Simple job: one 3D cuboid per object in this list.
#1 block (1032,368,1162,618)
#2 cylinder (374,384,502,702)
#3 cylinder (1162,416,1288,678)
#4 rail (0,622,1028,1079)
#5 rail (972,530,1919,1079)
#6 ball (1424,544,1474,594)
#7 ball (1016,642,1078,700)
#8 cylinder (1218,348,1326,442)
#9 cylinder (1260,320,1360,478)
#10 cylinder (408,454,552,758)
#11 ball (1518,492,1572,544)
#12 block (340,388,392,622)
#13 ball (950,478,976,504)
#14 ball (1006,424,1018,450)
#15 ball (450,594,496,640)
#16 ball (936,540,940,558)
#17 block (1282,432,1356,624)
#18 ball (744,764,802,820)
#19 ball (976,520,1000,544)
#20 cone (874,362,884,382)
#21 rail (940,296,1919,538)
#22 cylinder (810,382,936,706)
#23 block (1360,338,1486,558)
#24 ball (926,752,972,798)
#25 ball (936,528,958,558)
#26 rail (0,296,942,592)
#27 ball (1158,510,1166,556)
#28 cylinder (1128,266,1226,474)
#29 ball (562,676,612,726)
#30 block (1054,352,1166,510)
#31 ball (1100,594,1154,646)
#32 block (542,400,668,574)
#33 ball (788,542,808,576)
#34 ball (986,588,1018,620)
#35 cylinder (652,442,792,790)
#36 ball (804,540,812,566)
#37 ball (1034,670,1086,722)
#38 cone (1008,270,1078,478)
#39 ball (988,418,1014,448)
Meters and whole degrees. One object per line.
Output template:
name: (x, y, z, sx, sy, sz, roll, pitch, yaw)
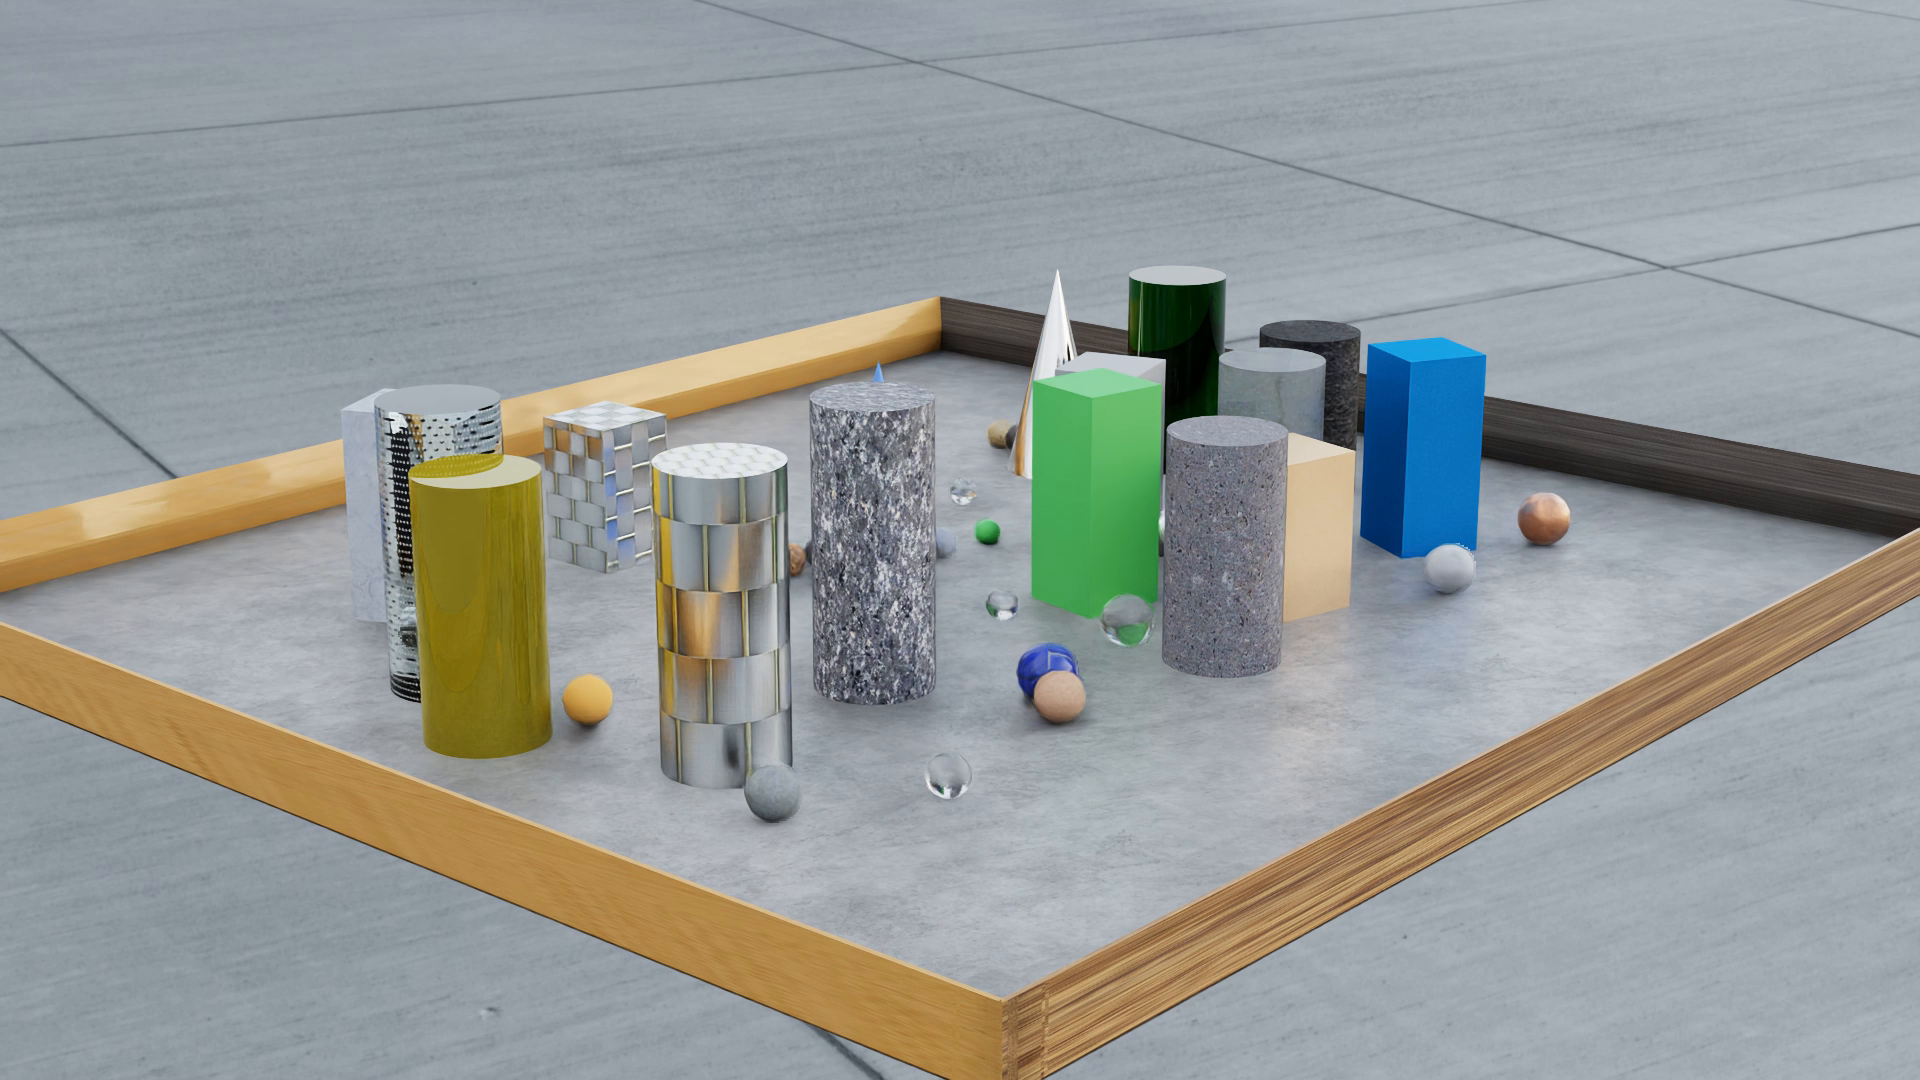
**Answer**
block: (0.234, -0.083, 5.051, 0.156, 0.388, 0.156, -13, 21, -36)
cylinder: (-0.811, 0.006, 4.619, 0.195, 0.468, 0.195, 0, 17, 0)
cylinder: (0.428, 0.009, 4.750, 0.195, 0.385, 0.195, 0, 17, 0)
rail: (-0.900, 0.331, 4.128, 2.551, 0.127, 0.045, 14, 22, 39)
rail: (0.945, 0.269, 4.334, 0.045, 0.127, 2.793, 14, 22, 39)
ball: (0.856, 0.050, 5.133, 0.086, 0.086, 0.086, 0, 17, 0)
ball: (0.136, 0.208, 4.592, 0.095, 0.095, 0.095, 0, 17, 0)
cylinder: (0.570, -0.165, 5.402, 0.195, 0.343, 0.195, 0, 17, 0)
cylinder: (0.678, -0.250, 5.719, 0.195, 0.323, 0.195, 0, 17, 0)
cylinder: (-0.718, 0.098, 4.400, 0.195, 0.418, 0.195, 0, 17, 0)
ball: (1.078, -0.040, 5.412, 0.097, 0.097, 0.097, 0, 17, 0)
block: (-0.937, -0.056, 4.997, 0.156, 0.368, 0.156, 5, 17, 16)
ball: (0.005, -0.095, 5.672, 0.053, 0.053, 0.053, 0, 17, 0)
ball: (0.125, -0.209, 6.030, 0.064, 0.064, 0.064, 0, 17, 0)
ball: (-0.813, 0.129, 4.889, 0.076, 0.076, 0.076, 0, 17, 0)
ball: (-0.067, 0.017, 5.287, 0.061, 0.061, 0.061, 0, 17, 0)
block: (0.564, -0.023, 5.044, 0.156, 0.277, 0.156, -12, 21, -35)
ball: (-0.263, 0.356, 4.131, 0.080, 0.080, 0.080, 0, 17, 0)
ball: (0.052, -0.015, 5.416, 0.047, 0.047, 0.047, 0, 17, 0)
cone: (-0.141, -0.119, 5.146, 0.195, 0.403, 0.195, 0, 17, 0)
rail: (0.900, -0.268, 6.113, 2.551, 0.127, 0.045, 14, 22, 39)
cylinder: (-0.136, 0.004, 4.616, 0.195, 0.473, 0.195, 0, 17, 0)
block: (0.848, -0.170, 5.378, 0.156, 0.367, 0.156, -6, 18, -20)
ball: (-0.016, 0.338, 4.211, 0.067, 0.067, 0.067, 0, 17, 0)
ball: (-0.034, 0.005, 5.335, 0.056, 0.056, 0.056, 0, 17, 0)
rail: (-0.945, -0.205, 5.906, 0.045, 0.127, 2.793, 14, 22, 39)
ball: (0.369, -0.012, 5.342, 0.085, 0.085, 0.085, 0, 17, 0)
cylinder: (0.435, -0.344, 5.918, 0.195, 0.387, 0.195, 0, 17, 0)
ball: (-0.571, 0.246, 4.500, 0.076, 0.076, 0.076, 0, 17, 0)
block: (0.274, -0.158, 5.385, 0.156, 0.338, 0.156, 7, 18, 23)
ball: (0.277, 0.133, 4.855, 0.088, 0.088, 0.088, 0, 17, 0)
block: (-0.639, -0.097, 5.311, 0.156, 0.265, 0.156, 14, 21, 38)
ball: (-0.303, 0.035, 5.225, 0.061, 0.061, 0.061, 0, 17, 0)
ball: (0.072, 0.109, 4.991, 0.055, 0.055, 0.055, 0, 17, 0)
cylinder: (-0.345, 0.109, 4.277, 0.195, 0.467, 0.195, 0, 17, 0)
ball: (-0.251, 0.022, 5.275, 0.058, 0.058, 0.058, 0, 17, 0)
ball: (0.153, 0.240, 4.510, 0.081, 0.081, 0.081, 0, 17, 0)
cone: (0.193, -0.342, 5.874, 0.195, 0.409, 0.195, 0, 17, 0)
ball: (0.087, -0.221, 6.077, 0.060, 0.060, 0.060, 0, 17, 0)
